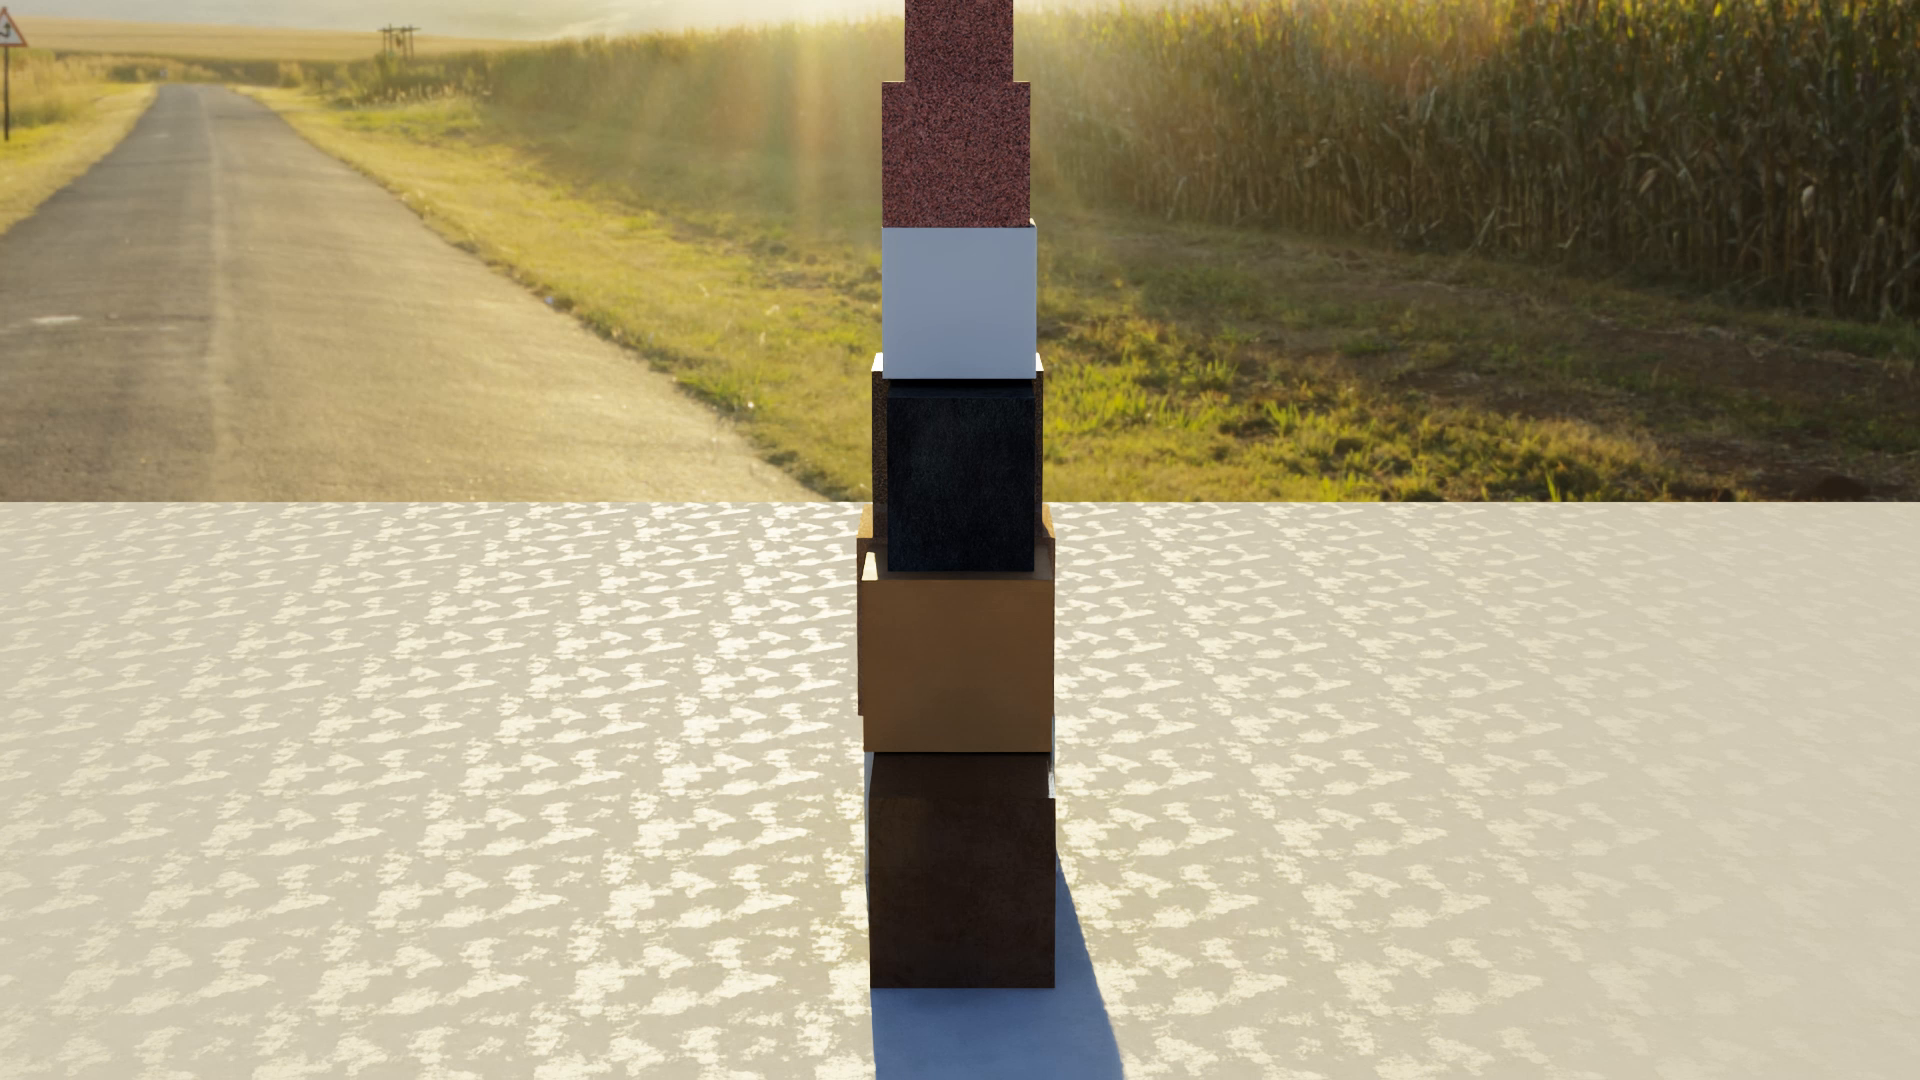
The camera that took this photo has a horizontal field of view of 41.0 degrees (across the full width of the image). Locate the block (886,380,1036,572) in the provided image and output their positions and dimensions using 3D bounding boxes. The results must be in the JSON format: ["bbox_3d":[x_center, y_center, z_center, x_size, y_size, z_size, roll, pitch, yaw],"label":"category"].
[{"bbox_3d":[0.004,-0.279,10.769,0.601,0.715,0.614,0,10,0],"label":"block"}]

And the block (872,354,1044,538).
[{"bbox_3d":[-0.011,-0.431,11.419,0.737,0.728,0.699,0,10,0],"label":"block"}]

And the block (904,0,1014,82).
[{"bbox_3d":[-0.004,-2.181,10.784,0.448,0.502,0.459,0,10,0],"label":"block"}]

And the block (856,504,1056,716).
[{"bbox_3d":[-0.018,0.302,11.646,0.865,0.796,0.882,0,10,0],"label":"block"}]

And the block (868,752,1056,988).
[{"bbox_3d":[0.009,1.302,10.265,0.720,0.766,0.724,0,10,0],"label":"block"}]

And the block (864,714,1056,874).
[{"bbox_3d":[-0.002,1.057,11.738,0.842,0.721,0.817,0,10,0],"label":"block"}]

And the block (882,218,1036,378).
[{"bbox_3d":[-0.003,-1.042,10.991,0.642,0.627,0.657,0,10,0],"label":"block"}]

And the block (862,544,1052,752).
[{"bbox_3d":[-0.010,0.442,10.807,0.770,0.716,0.798,0,10,0],"label":"block"}]

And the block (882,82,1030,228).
[{"bbox_3d":[-0.016,-1.642,10.882,0.610,0.593,0.634,0,10,0],"label":"block"}]

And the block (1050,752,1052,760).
[{"bbox_3d":[0.018,1.168,10.976,0.725,0.774,0.702,0,10,0],"label":"block"}]
